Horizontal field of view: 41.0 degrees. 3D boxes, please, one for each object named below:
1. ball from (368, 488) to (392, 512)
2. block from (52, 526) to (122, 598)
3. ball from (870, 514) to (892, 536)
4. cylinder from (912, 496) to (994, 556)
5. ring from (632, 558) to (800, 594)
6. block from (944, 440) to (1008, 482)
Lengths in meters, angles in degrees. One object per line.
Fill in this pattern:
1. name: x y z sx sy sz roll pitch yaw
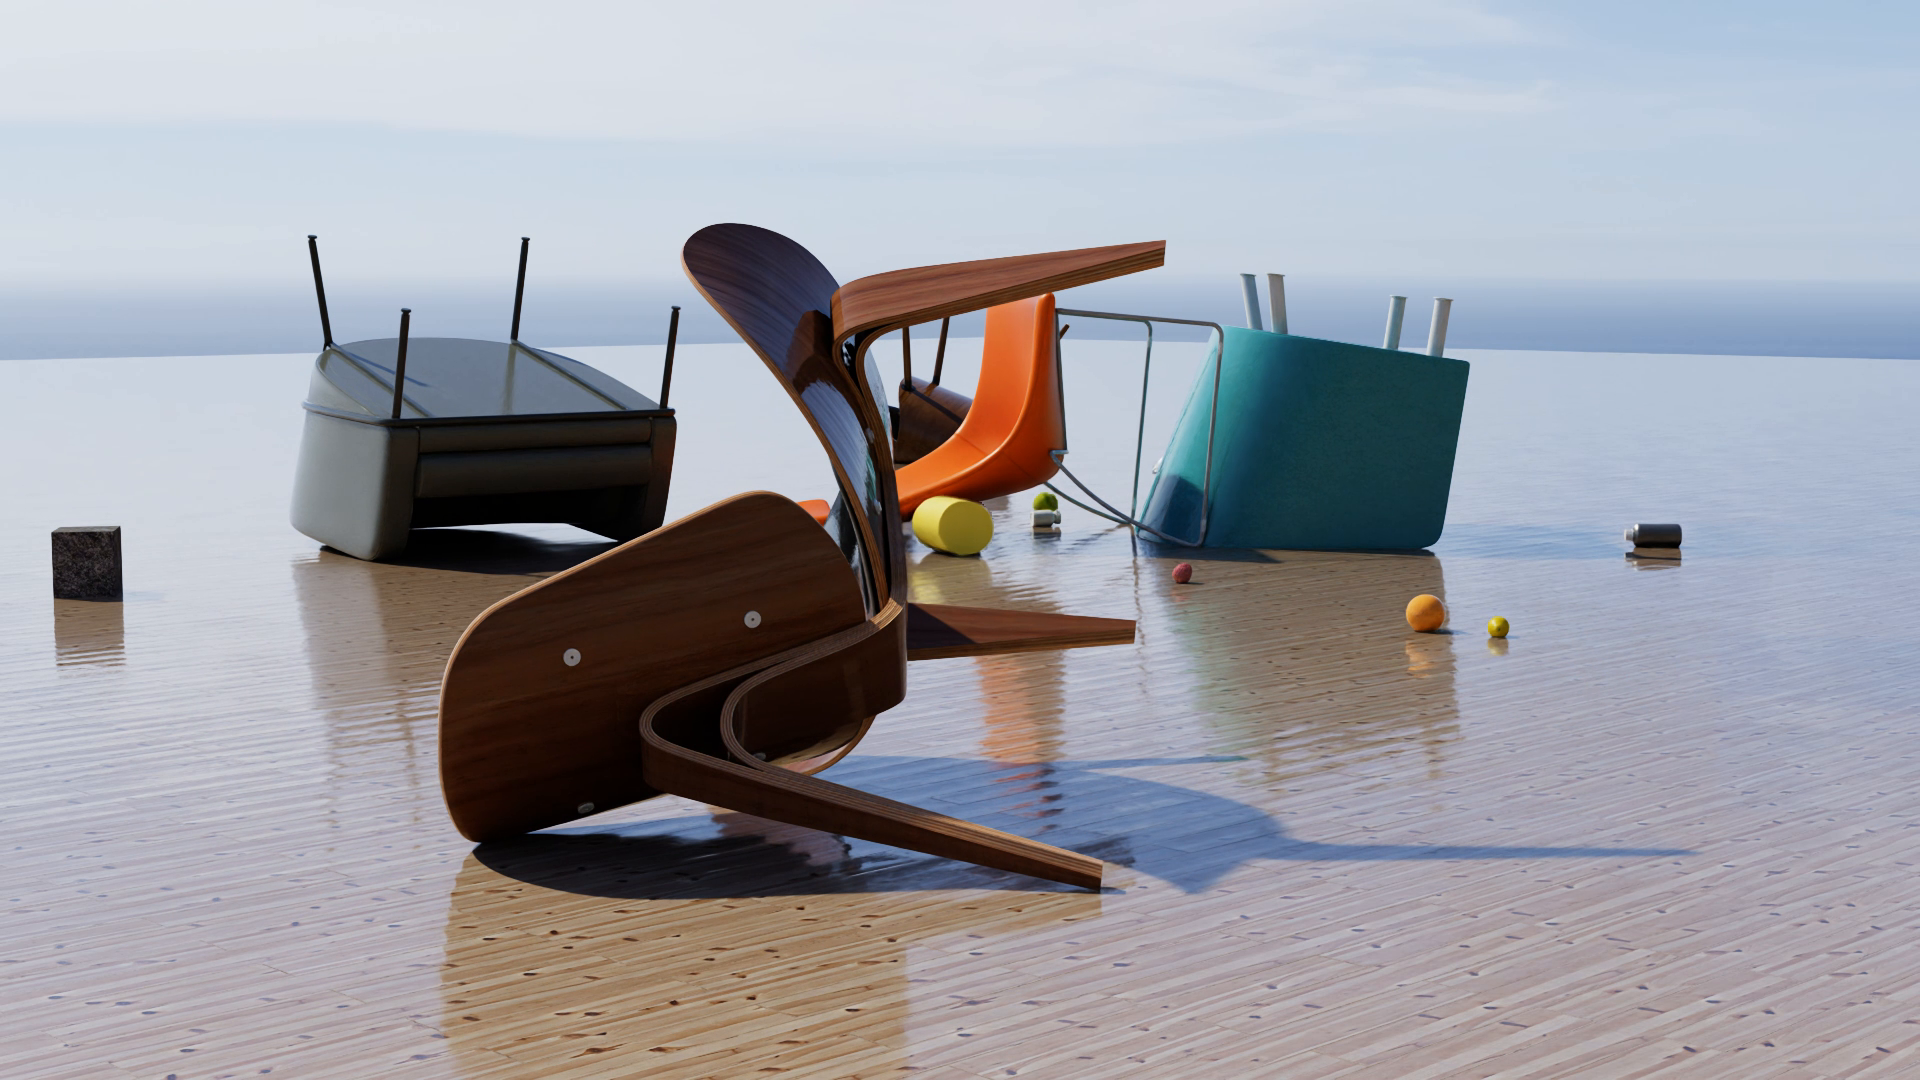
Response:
1. ball: -1.626 -0.114 7.187 0.067 0.067 0.067 0 6 0
2. block: -1.809 0.045 5.319 0.122 0.135 0.121 -1 6 -11
3. ball: -0.201 -0.040 6.520 0.057 0.057 0.057 0 6 0
4. cylinder: -0.018 -0.034 6.107 0.147 0.129 0.136 12 0 -28
5. ring: -0.515 0.076 5.416 0.363 0.053 0.258 0 6 10
6. block: 0.052 -0.258 8.307 0.194 0.125 0.085 -4 7 -36
